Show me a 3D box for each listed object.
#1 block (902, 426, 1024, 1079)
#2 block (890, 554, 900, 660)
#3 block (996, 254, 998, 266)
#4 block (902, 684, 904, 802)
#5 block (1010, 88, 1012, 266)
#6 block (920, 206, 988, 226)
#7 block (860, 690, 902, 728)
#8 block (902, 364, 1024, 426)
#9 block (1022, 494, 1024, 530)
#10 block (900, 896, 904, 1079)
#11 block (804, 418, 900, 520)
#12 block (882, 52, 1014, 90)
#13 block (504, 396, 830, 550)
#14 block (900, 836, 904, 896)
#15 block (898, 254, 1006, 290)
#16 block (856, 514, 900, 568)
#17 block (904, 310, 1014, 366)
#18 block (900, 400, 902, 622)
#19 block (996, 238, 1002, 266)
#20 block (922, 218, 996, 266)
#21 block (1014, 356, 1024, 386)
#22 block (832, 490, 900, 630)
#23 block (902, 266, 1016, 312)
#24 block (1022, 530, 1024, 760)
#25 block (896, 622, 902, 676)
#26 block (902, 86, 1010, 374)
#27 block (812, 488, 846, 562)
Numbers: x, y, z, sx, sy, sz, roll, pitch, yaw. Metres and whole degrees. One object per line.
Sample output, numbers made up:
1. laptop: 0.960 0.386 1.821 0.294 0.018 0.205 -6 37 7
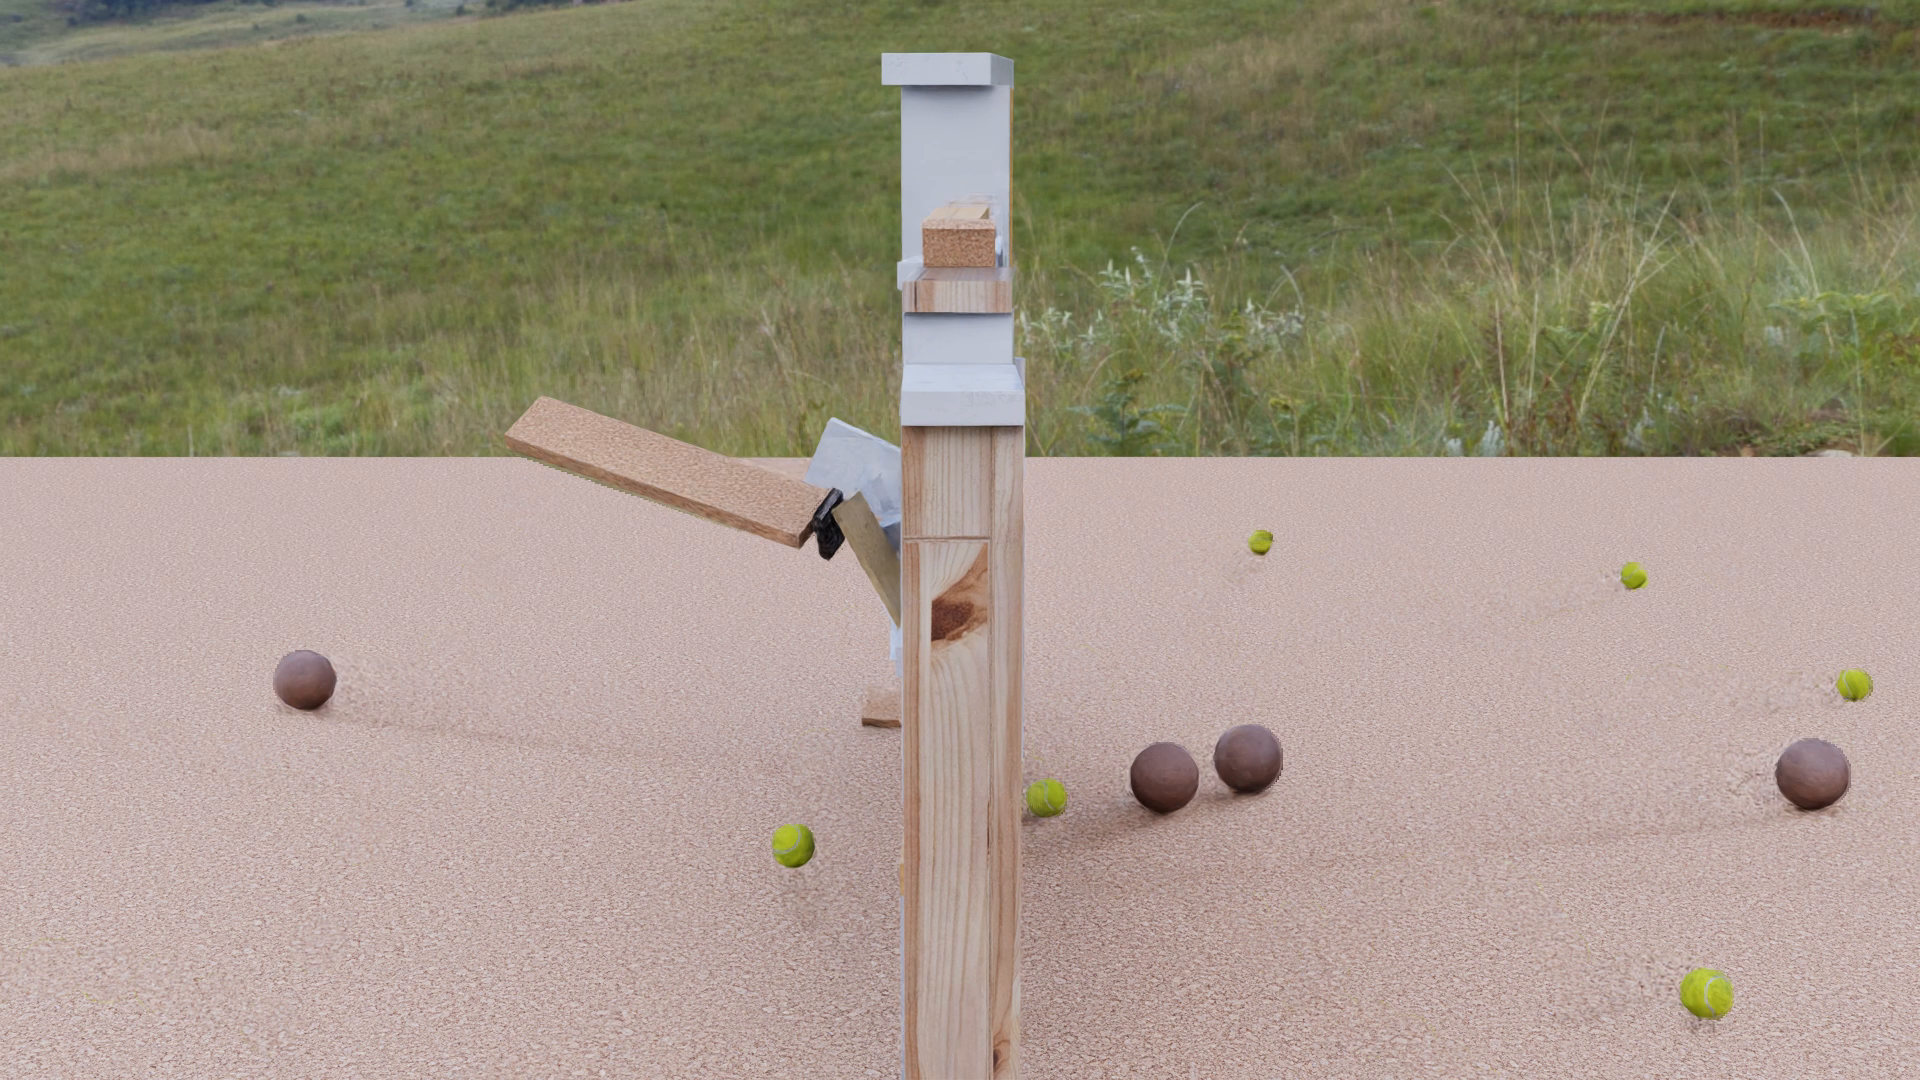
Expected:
1. block: 0.003 0.314 2.635 0.140 0.921 0.040 0 11 0
2. block: -0.070 0.117 3.726 0.090 0.181 0.026 7 8 31
3. block: 0.007 -0.345 3.133 0.098 0.028 0.196 0 -25 2
4. block: -0.005 0.172 3.480 0.175 0.489 0.050 0 11 -1
5. block: 0.001 -0.624 3.934 0.179 0.358 0.051 3 11 16
6. block: -0.007 -0.488 3.381 0.082 0.023 0.165 1 17 8
7. block: -0.123 0.364 4.711 0.163 0.023 0.081 3 44 15
8. block: 0.001 -0.175 2.635 0.140 0.040 0.280 0 11 -1
9. block: -0.002 -0.072 3.315 0.175 0.050 0.351 0 11 -1
10. block: -0.001 0.588 2.855 0.150 0.301 0.043 0 10 0
11. block: -0.135 -0.105 3.728 0.233 0.117 0.033 25 13 5
12. block: -0.016 -0.800 3.757 0.179 0.051 0.358 1 11 7
13. block: -0.498 -0.119 3.735 0.578 0.033 0.117 19 48 19
14. block: 0.001 0.401 2.922 0.150 0.043 0.301 0 11 1
15. block: -0.009 -0.408 3.345 0.140 0.040 0.279 1 10 5
16. block: -0.116 -0.004 3.668 0.126 0.063 0.018 -22 39 -14
17. block: 0.001 -0.103 2.827 0.137 0.386 0.039 1 14 6
18. block: -0.004 -0.035 2.758 0.140 0.280 0.040 0 11 2
19. block: 0.012 -0.368 3.148 0.098 0.028 0.196 0 -25 3
20. block: 0.000 -0.350 3.037 0.098 0.196 0.028 1 37 3
21. block: 0.049 -0.180 3.259 0.091 0.183 0.026 3 12 16
22. block: -0.112 0.071 3.632 0.018 0.322 0.063 -12 23 44
23. block: 0.003 -0.328 2.872 0.137 0.039 0.274 0 11 3
24. block: 0.006 0.147 3.238 0.175 0.351 0.050 0 11 0
25. block: -0.009 0.123 2.771 0.130 0.037 0.261 0 10 1
26. block: -0.006 -0.511 3.693 0.179 0.494 0.051 1 10 3
27. block: -0.213 -0.025 3.641 0.018 0.126 0.063 25 62 18
